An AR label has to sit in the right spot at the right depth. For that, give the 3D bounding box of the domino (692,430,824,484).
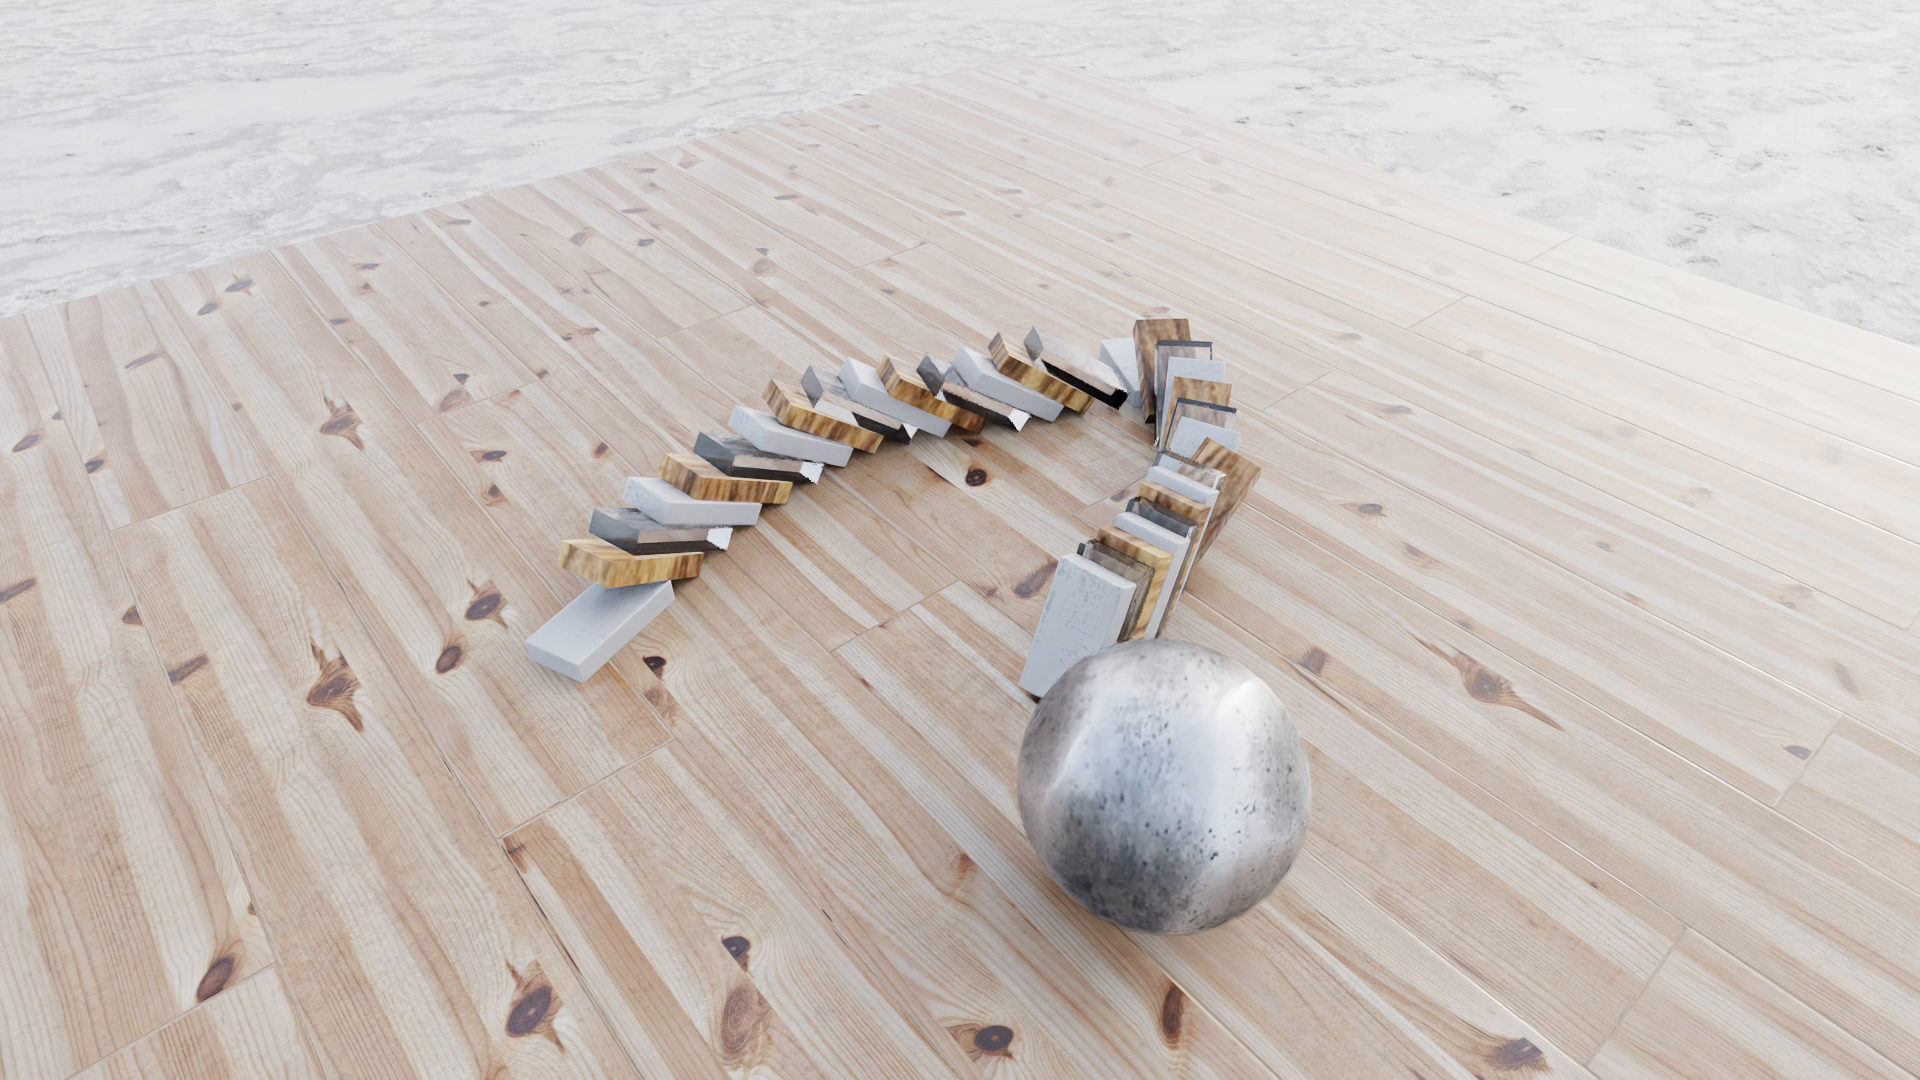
[{"bbox_3d":[-0.085,-0.035,0.467,0.025,0.009,0.050,32,18,33],"label":"domino"}]

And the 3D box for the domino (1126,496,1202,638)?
[{"bbox_3d":[0.066,0.012,0.397,0.025,0.050,0.009,29,23,30],"label":"domino"}]

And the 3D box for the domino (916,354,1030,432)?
[{"bbox_3d":[0.006,-0.068,0.505,0.050,0.009,0.025,17,27,-36],"label":"domino"}]

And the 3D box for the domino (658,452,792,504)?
[{"bbox_3d":[-0.096,-0.025,0.455,0.025,0.010,0.050,30,17,32],"label":"domino"}]

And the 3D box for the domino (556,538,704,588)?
[{"bbox_3d":[-0.123,0.007,0.415,0.025,0.009,0.050,20,12,23],"label":"domino"}]

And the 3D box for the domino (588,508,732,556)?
[{"bbox_3d":[-0.116,-0.004,0.428,0.025,0.009,0.050,23,13,27],"label":"domino"}]

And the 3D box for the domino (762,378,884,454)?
[{"bbox_3d":[-0.061,-0.055,0.489,0.050,0.010,0.025,15,24,-40],"label":"domino"}]

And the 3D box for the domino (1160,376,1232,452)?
[{"bbox_3d":[0.101,-0.045,0.477,0.025,0.010,0.050,10,75,12],"label":"domino"}]

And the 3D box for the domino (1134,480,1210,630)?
[{"bbox_3d":[0.071,0.006,0.404,0.025,0.050,0.009,28,23,30],"label":"domino"}]

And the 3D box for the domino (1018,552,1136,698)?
[{"bbox_3d":[0.039,0.033,0.372,0.025,0.050,0.009,29,23,30],"label":"domino"}]

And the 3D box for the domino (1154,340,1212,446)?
[{"bbox_3d":[0.103,-0.067,0.506,0.025,0.010,0.050,3,71,3],"label":"domino"}]

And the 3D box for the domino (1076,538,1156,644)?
[{"bbox_3d":[0.046,0.028,0.378,0.025,0.050,0.010,29,23,30],"label":"domino"}]

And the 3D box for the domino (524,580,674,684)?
[{"bbox_3d":[-0.132,0.029,0.408,0.025,0.009,0.050,19,43,21],"label":"domino"}]

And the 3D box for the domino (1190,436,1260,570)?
[{"bbox_3d":[0.094,-0.013,0.436,0.025,0.009,0.050,35,83,22],"label":"domino"}]

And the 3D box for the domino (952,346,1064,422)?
[{"bbox_3d":[0.022,-0.072,0.511,0.050,0.010,0.025,17,28,-36],"label":"domino"}]

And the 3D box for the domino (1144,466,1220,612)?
[{"bbox_3d":[0.076,0.000,0.412,0.025,0.050,0.010,28,23,30],"label":"domino"}]

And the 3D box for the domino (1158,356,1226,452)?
[{"bbox_3d":[0.103,-0.056,0.491,0.025,0.010,0.050,7,74,8],"label":"domino"}]

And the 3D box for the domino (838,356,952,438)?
[{"bbox_3d":[-0.029,-0.065,0.501,0.050,0.010,0.025,20,26,-32],"label":"domino"}]

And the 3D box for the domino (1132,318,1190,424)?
[{"bbox_3d":[0.098,-0.080,0.522,0.025,0.010,0.050,-2,71,-4],"label":"domino"}]

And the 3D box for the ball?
[{"bbox_3d":[0.056,0.067,0.306,0.080,0.080,0.080,0,39,0],"label":"ball"}]

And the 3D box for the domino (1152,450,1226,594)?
[{"bbox_3d":[0.080,-0.006,0.419,0.025,0.050,0.009,27,22,29],"label":"domino"}]

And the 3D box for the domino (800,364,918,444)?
[{"bbox_3d":[-0.045,-0.061,0.496,0.050,0.009,0.025,19,25,-34],"label":"domino"}]

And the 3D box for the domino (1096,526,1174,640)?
[{"bbox_3d":[0.054,0.023,0.384,0.025,0.050,0.010,29,23,30],"label":"domino"}]

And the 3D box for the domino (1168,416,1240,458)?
[{"bbox_3d":[0.094,-0.023,0.450,0.025,0.009,0.050,20,78,19],"label":"domino"}]

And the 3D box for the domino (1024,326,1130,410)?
[{"bbox_3d":[0.055,-0.082,0.522,0.050,0.009,0.025,23,29,-24],"label":"domino"}]

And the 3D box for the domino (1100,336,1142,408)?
[{"bbox_3d":[0.090,-0.084,0.546,0.025,0.010,0.050,-9,40,-10],"label":"domino"}]

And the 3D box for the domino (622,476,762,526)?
[{"bbox_3d":[-0.107,-0.015,0.443,0.025,0.009,0.050,29,16,30],"label":"domino"}]

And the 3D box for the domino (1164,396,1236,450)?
[{"bbox_3d":[0.098,-0.033,0.463,0.025,0.009,0.050,14,76,16],"label":"domino"}]

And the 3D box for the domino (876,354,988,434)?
[{"bbox_3d":[-0.012,-0.067,0.503,0.050,0.010,0.025,20,26,-33],"label":"domino"}]

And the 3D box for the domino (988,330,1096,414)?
[{"bbox_3d":[0.038,-0.079,0.519,0.050,0.009,0.025,22,29,-26],"label":"domino"}]

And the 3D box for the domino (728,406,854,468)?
[{"bbox_3d":[-0.073,-0.045,0.477,0.025,0.010,0.050,35,17,35],"label":"domino"}]

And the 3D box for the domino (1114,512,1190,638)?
[{"bbox_3d":[0.060,0.018,0.390,0.025,0.050,0.009,29,23,30],"label":"domino"}]
